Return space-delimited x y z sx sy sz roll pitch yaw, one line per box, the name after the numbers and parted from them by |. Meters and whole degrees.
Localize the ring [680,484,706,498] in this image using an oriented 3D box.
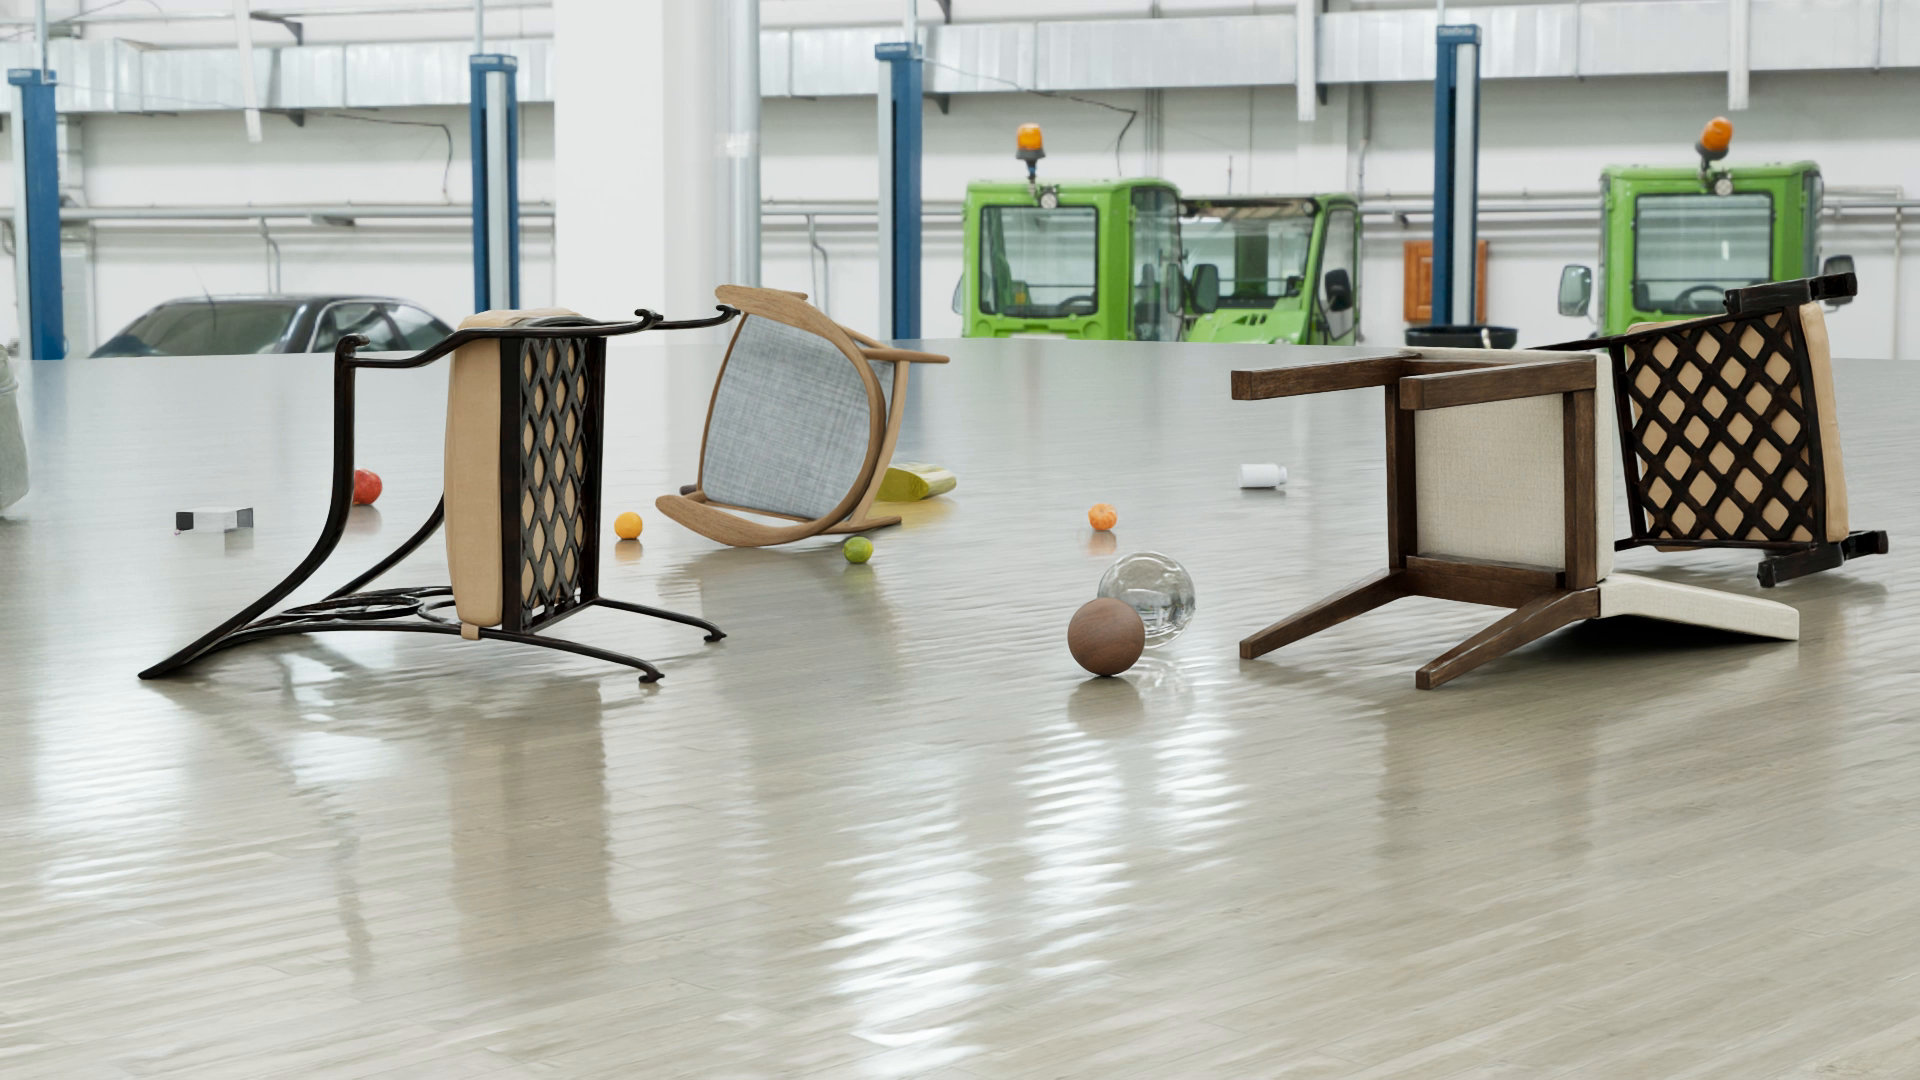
-0.800 -0.147 7.670 0.067 0.035 0.099 2 5 33 | ring

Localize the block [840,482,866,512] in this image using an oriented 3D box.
-0.301 -0.120 7.204 0.047 0.076 0.086 -2 6 -17 | block

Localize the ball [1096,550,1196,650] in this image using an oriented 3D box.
0.329 0.105 4.534 0.176 0.176 0.176 0 6 0 | ball

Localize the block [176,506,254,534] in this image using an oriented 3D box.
-1.936 -0.053 6.666 0.135 0.053 0.157 1 6 12 | block

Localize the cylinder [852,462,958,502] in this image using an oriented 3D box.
-0.163 -0.173 7.589 0.242 0.100 0.247 7 8 19 | cylinder
